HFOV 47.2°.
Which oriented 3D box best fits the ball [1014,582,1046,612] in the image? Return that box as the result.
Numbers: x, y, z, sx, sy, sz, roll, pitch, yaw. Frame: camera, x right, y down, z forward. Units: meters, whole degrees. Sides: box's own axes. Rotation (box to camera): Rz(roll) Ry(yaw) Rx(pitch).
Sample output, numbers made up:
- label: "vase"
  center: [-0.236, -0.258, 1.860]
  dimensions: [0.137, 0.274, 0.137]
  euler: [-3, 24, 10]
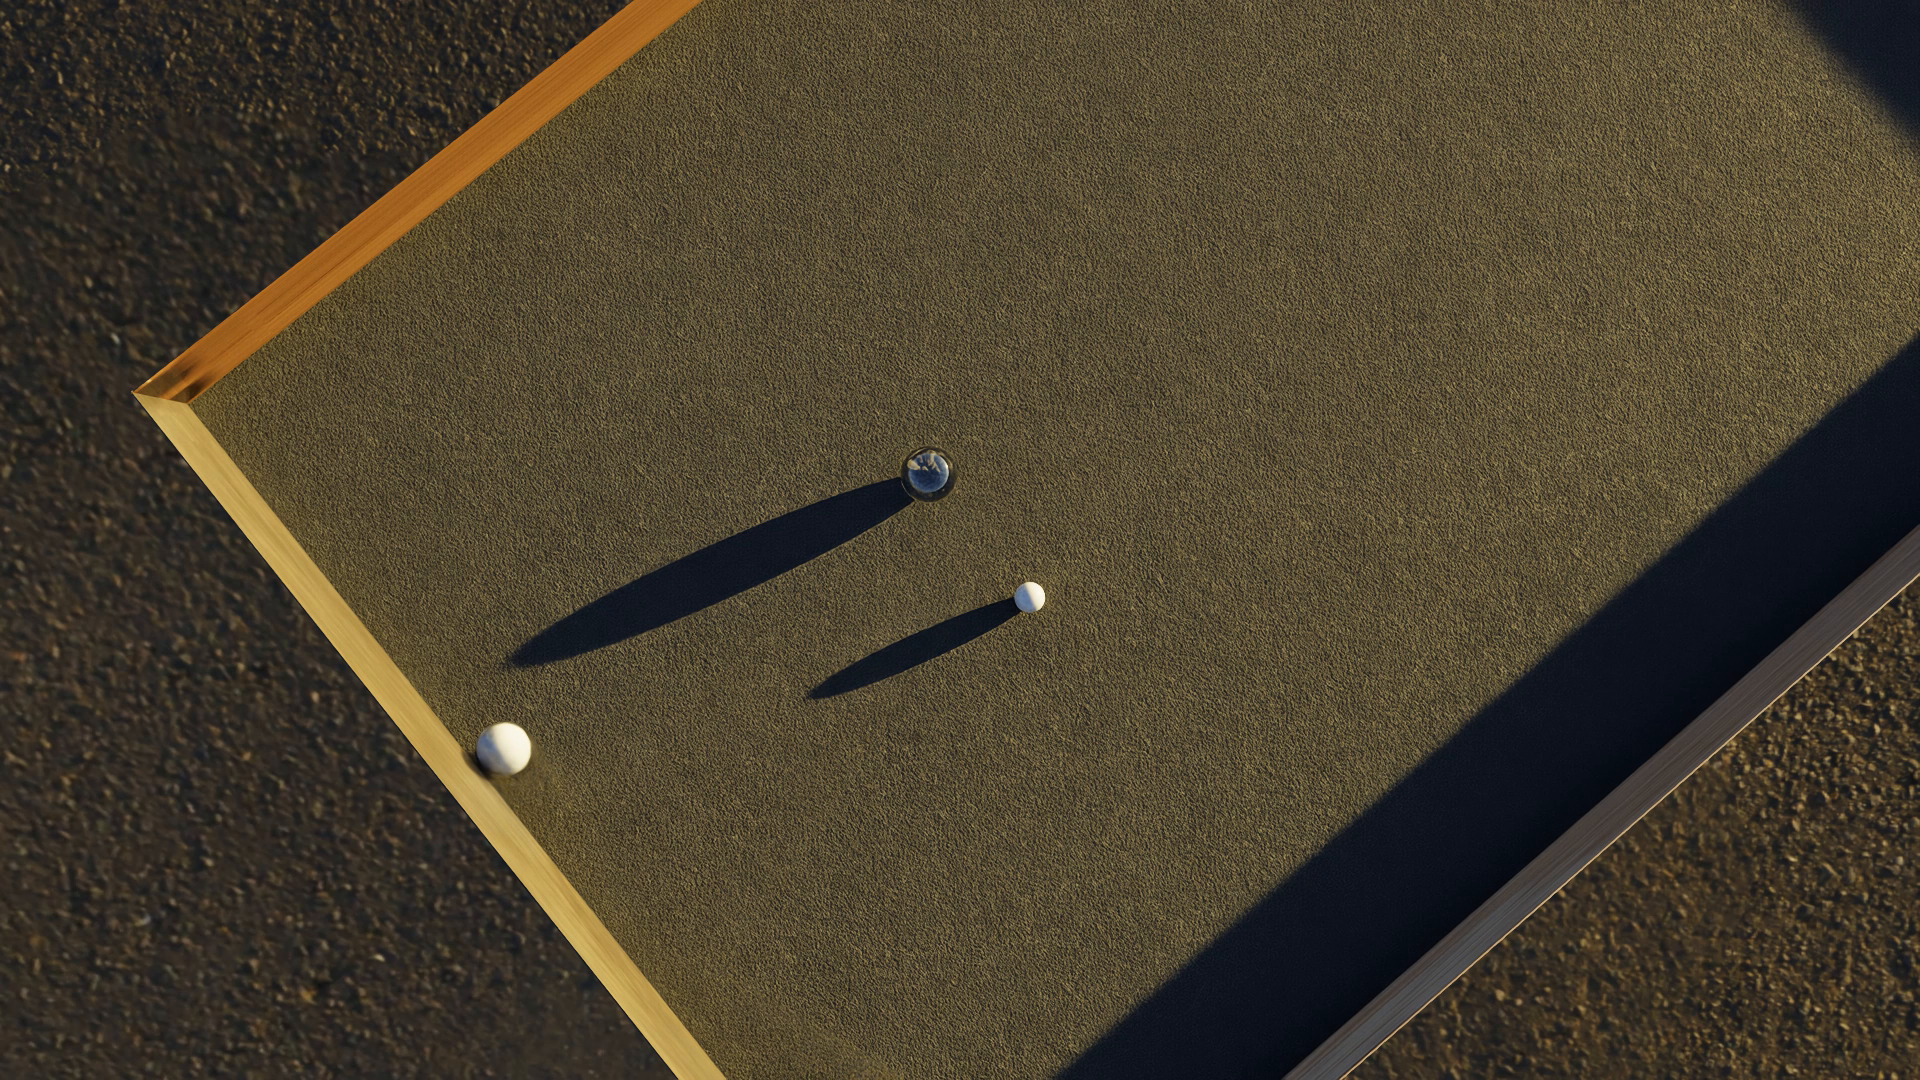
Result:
- label: "ball"
  center: [0.104, 0.085, 3.268]
  dimensions: [0.046, 0.046, 0.046]
  euler: [0, 82, 0]

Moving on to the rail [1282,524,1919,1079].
- label: "rail"
  center: [1.201, 0.184, 3.219]
  dimensions: [3.205, 0.111, 0.045]
  euler: [-40, 84, -5]

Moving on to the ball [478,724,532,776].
- label: "ball"
  center: [-0.667, 0.307, 3.219]
  dimensions: [0.078, 0.078, 0.078]
  euler: [0, 82, 0]

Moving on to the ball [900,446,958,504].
- label: "ball"
  center: [-0.046, -0.098, 3.274]
  dimensions: [0.086, 0.086, 0.086]
  euler: [0, 82, 0]

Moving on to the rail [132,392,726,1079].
- label: "rail"
  center: [-0.597, 0.490, 3.175]
  dimensions: [0.045, 0.111, 1.876]
  euler: [-40, 84, -5]

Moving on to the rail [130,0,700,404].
- label: "rail"
  center: [0.029, -1.206, 3.422]
  dimensions: [3.205, 0.111, 0.045]
  euler: [-40, 84, -5]
